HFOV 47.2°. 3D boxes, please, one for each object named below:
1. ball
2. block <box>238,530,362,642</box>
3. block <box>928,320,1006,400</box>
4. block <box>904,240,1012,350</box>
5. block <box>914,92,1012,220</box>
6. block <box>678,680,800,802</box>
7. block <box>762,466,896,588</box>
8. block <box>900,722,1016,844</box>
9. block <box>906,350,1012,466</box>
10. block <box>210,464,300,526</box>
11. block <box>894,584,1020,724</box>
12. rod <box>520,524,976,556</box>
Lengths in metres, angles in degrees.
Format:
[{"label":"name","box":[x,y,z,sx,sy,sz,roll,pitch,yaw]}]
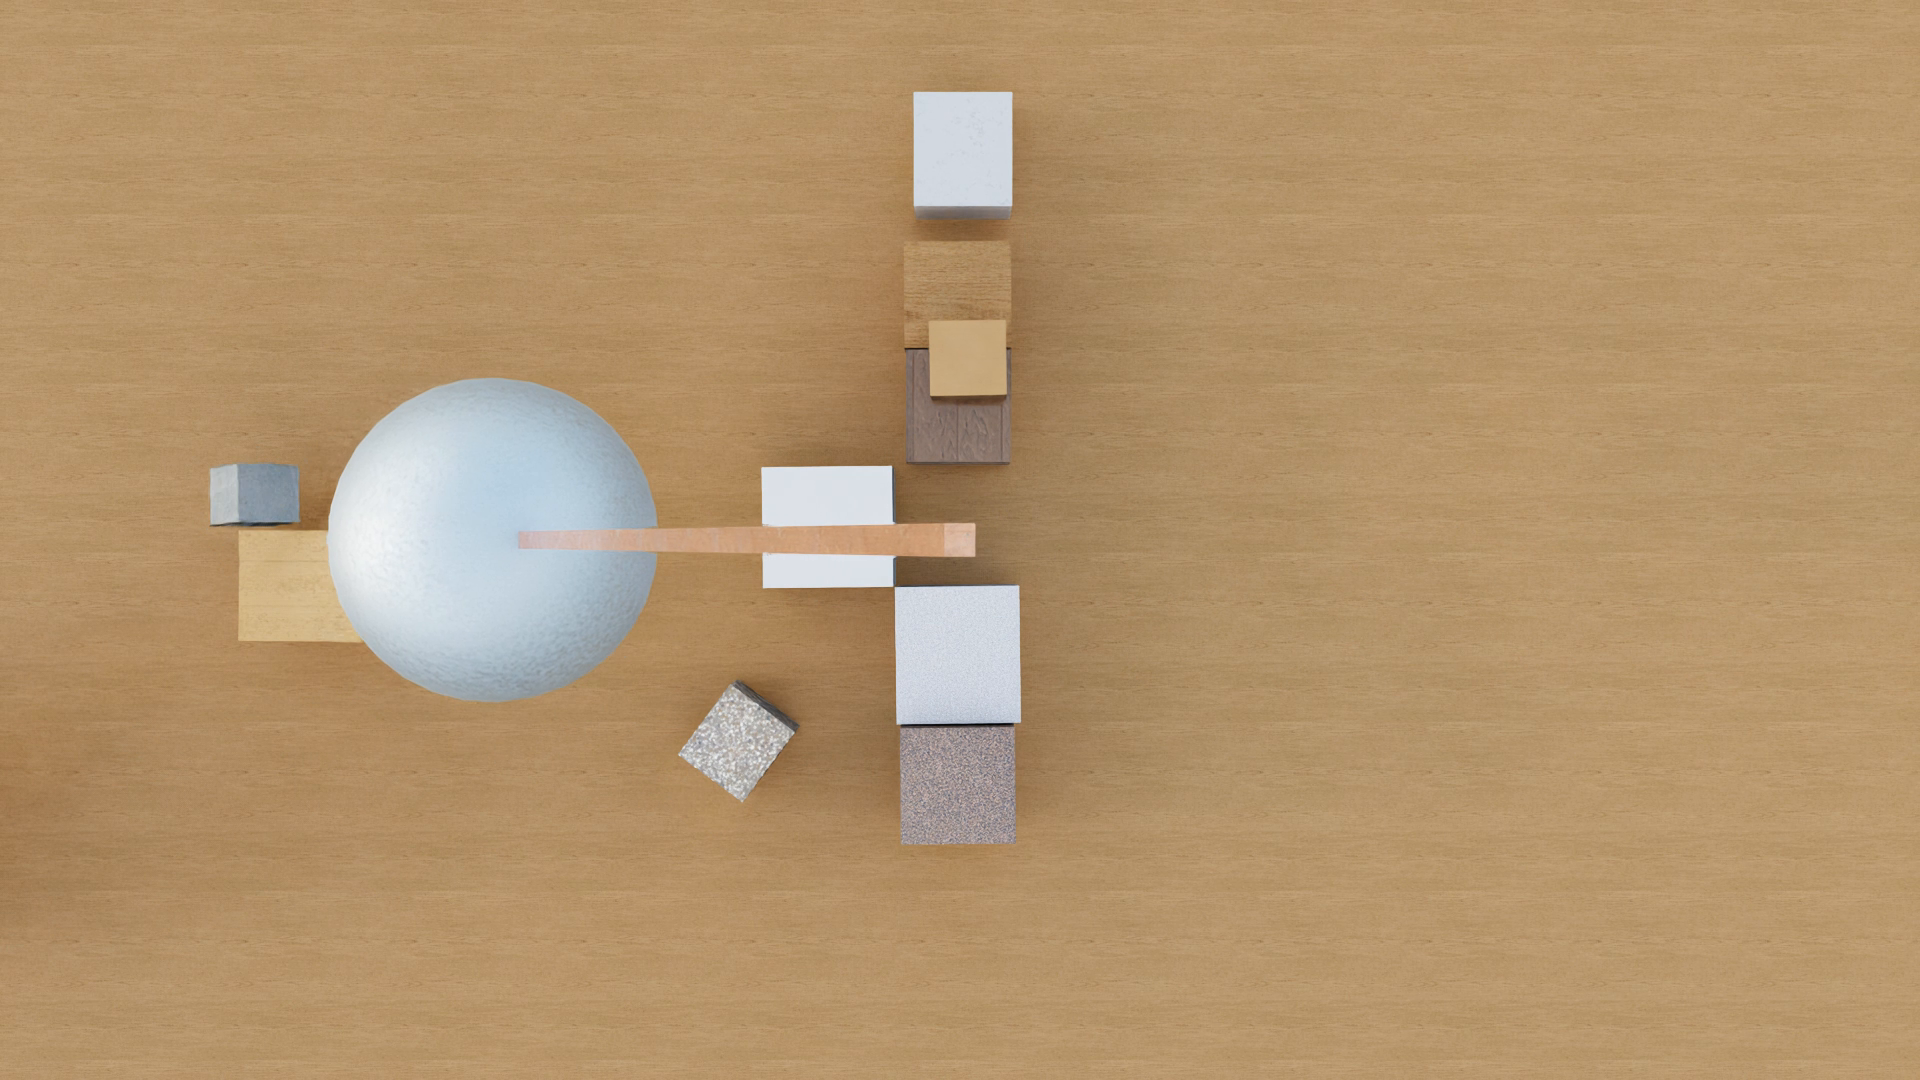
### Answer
[{"label":"ball","box":[-2.287,0.000,10.825,1.600,1.600,1.600,0,90,0]},{"label":"block","box":[-3.692,0.259,12.653,0.687,0.694,0.617,1,90,0]},{"label":"block","box":[0.045,-0.994,12.204,0.418,0.424,0.408,-1,90,1]},{"label":"block","box":[-0.014,-1.391,12.728,0.607,0.544,0.603,0,90,0]},{"label":"block","box":[0.017,-2.218,12.735,0.557,0.531,0.646,0,90,0]},{"label":"block","box":[-1.277,1.161,12.781,0.459,0.437,0.501,37,90,0]},{"label":"block","box":[-0.747,-0.073,12.695,0.733,0.609,0.680,-1,90,0]},{"label":"block","box":[-0.011,1.371,12.630,0.640,0.740,0.648,-1,90,0]},{"label":"block","box":[-0.008,-0.759,12.709,0.595,0.582,0.633,0,90,0]},{"label":"block","box":[-3.966,-0.248,12.364,0.358,0.364,0.315,1,86,-42]},{"label":"block","box":[-0.012,0.648,12.695,0.699,0.611,0.771,-1,90,0]},{"label":"rod","box":[-0.991,0.000,7.682,0.080,5.200,0.080,0,90,-22]}]
